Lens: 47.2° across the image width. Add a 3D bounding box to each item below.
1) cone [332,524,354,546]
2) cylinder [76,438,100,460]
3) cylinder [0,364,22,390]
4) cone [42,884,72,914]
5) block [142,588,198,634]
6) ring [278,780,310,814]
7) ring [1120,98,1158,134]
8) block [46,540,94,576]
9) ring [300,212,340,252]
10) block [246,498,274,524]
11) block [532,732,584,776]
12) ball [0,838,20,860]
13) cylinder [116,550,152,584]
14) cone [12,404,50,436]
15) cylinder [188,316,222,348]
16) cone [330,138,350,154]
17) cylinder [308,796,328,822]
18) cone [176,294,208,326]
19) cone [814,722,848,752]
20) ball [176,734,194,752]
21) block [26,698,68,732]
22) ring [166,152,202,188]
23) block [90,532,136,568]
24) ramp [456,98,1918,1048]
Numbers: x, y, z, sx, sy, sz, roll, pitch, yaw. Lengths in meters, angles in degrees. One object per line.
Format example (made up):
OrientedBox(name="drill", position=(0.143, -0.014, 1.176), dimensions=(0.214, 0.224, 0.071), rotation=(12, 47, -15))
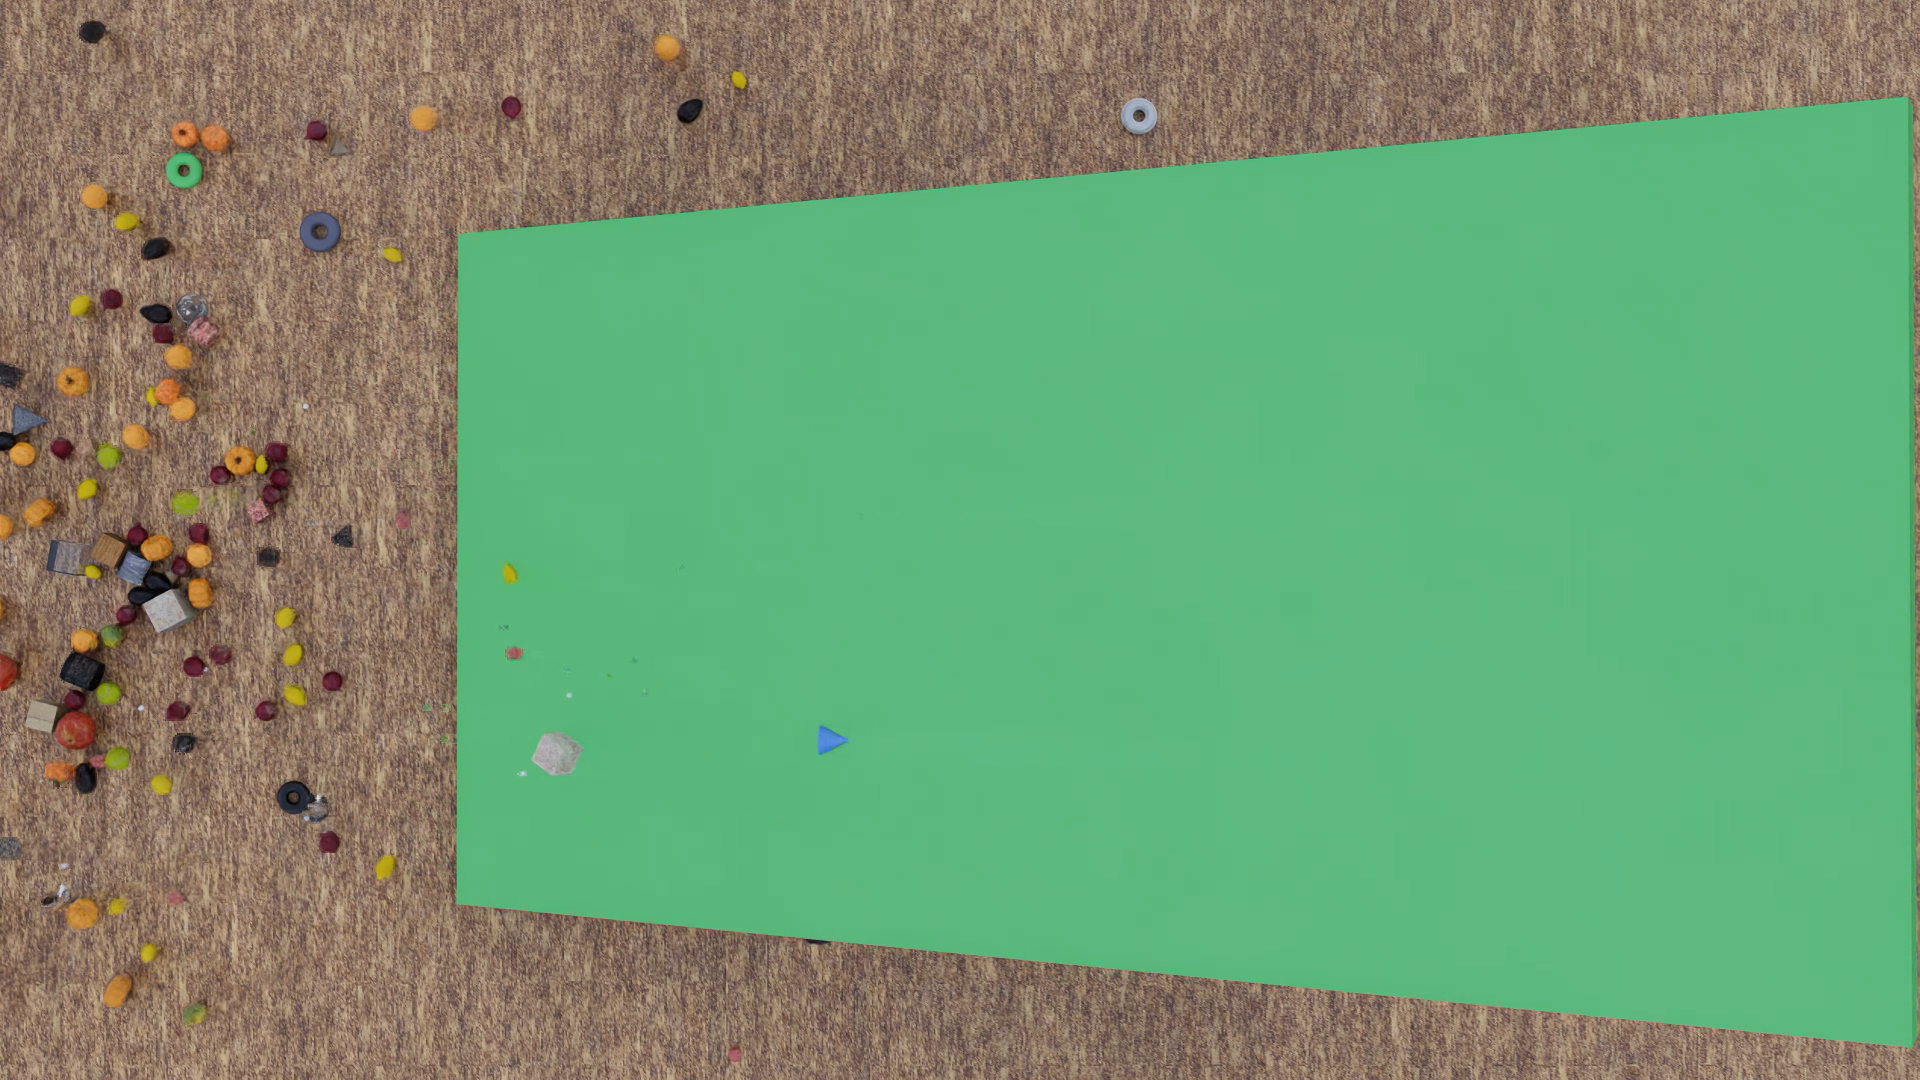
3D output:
OrientedBox(name="cone", position=(-1.852, -0.024, 6.638), dimensions=(0.065, 0.065, 0.065), rotation=(12, 63, 0))
OrientedBox(name="cylinder", position=(-2.627, -0.272, 6.630), dimensions=(0.050, 0.050, 0.050), rotation=(-26, 89, 0))
OrientedBox(name="cylinder", position=(-2.869, -0.494, 6.626), dimensions=(0.062, 0.062, 0.062), rotation=(18, 89, 0))
OrientedBox(name="cone", position=(-2.699, 1.099, 6.622), dimensions=(0.085, 0.085, 0.085), rotation=(-28, 116, 0))
OrientedBox(name="block", position=(-2.371, 0.212, 6.601), dimensions=(0.098, 0.098, 0.098), rotation=(-28, 89, 0))
OrientedBox(name="ring", position=(-2.007, 0.776, 6.628), dimensions=(0.101, 0.034, 0.101), rotation=(0, 91, 0))
OrientedBox(name="ring", position=(0.541, -1.282, 6.647), dimensions=(0.110, 0.037, 0.110), rotation=(0, 89, -1))
OrientedBox(name="block", position=(-2.673, 0.054, 6.606), dimensions=(0.092, 0.092, 0.092), rotation=(10, 89, 0))
OrientedBox(name="ring", position=(-1.932, -0.931, 6.642), dimensions=(0.124, 0.041, 0.124), rotation=(0, 90, -1))
OrientedBox(name="block", position=(-2.109, -0.086, 6.626), dimensions=(0.054, 0.054, 0.054), rotation=(-31, 90, 0))
OrientedBox(name="block", position=(-1.156, 0.615, 6.318), dimensions=(0.088, 0.088, 0.088), rotation=(32, 104, 25))
OrientedBox(name="ball", position=(-2.859, 0.929, 6.611), dimensions=(0.064, 0.064, 0.064), rotation=(0, 89, 0))
OrientedBox(name="cylinder", position=(-2.482, 0.083, 6.613), dimensions=(0.079, 0.079, 0.079), rotation=(27, 89, 0))
OrientedBox(name="cone", position=(-2.800, -0.361, 6.634), dimensions=(0.099, 0.099, 0.099), rotation=(1, 89, -27))
OrientedBox(name="cylinder", position=(-2.275, -0.628, 6.625), dimensions=(0.069, 0.069, 0.069), rotation=(38, 90, 1))
OrientedBox(name="cone", position=(-1.870, -1.182, 6.652), dimensions=(0.056, 0.056, 0.056), rotation=(17, 89, -27))
OrientedBox(name="cylinder", position=(-1.930, 0.806, 6.608), dimensions=(0.055, 0.055, 0.055), rotation=(1, 115, 0))
OrientedBox(name="cone", position=(-2.326, -0.698, 6.610), dimensions=(0.099, 0.099, 0.099), rotation=(0, 89, 0))
OrientedBox(name="cone", position=(-0.335, 0.537, 5.893), dimensions=(0.083, 0.083, 0.083), rotation=(10, 89, 17))
OrientedBox(name="ball", position=(-2.332, 0.613, 6.619), dimensions=(0.055, 0.055, 0.055), rotation=(0, 89, 0))
OrientedBox(name="block", position=(-2.744, 0.528, 6.607), dimensions=(0.080, 0.080, 0.080), rotation=(14, 89, 0))
OrientedBox(name="ring", position=(-2.344, -1.116, 6.646), dimensions=(0.109, 0.036, 0.109), rotation=(0, 90, -1))
OrientedBox(name="block", position=(-2.548, 0.031, 6.612), dimensions=(0.080, 0.080, 0.080), rotation=(27, 89, 0))
OrientedBox(name="ramp", position=(0.273, 0.076, 5.639), dimensions=(4.000, 0.100, 2.000), rotation=(0, 89, 29))
